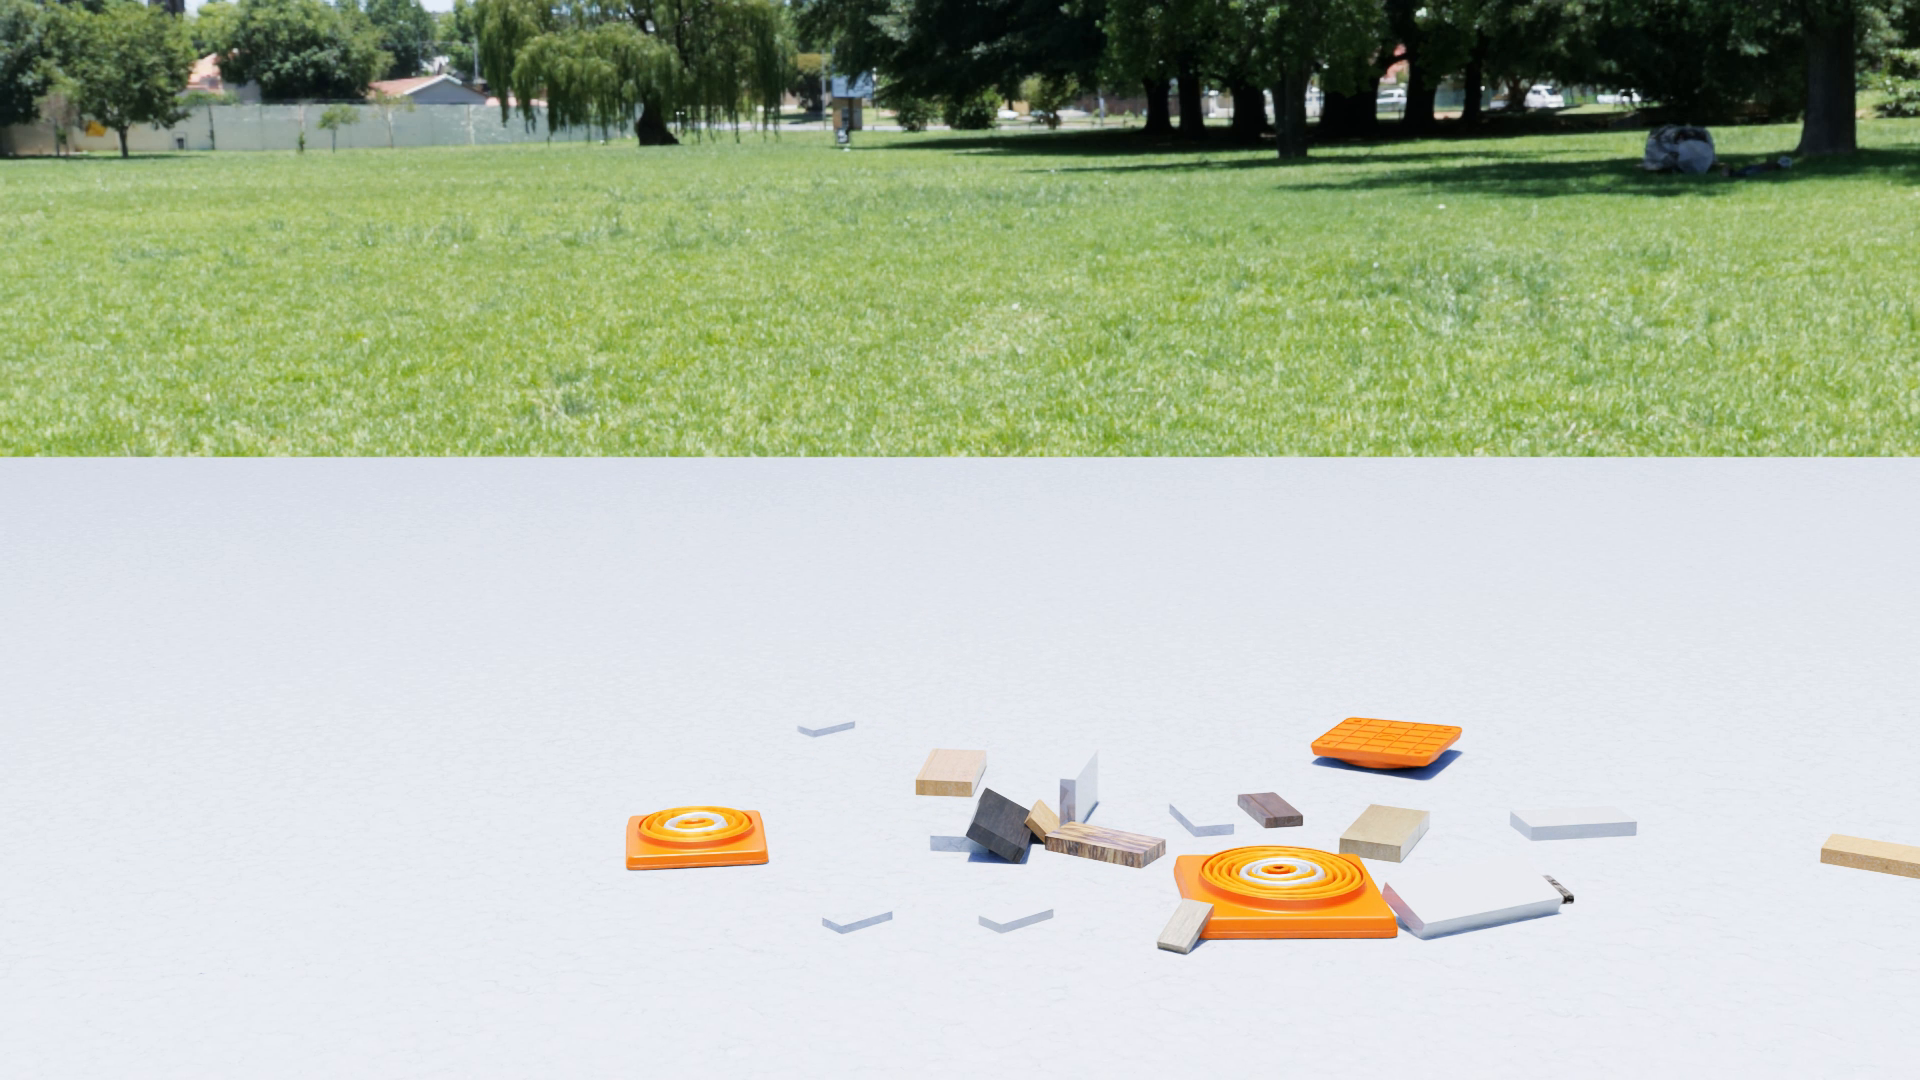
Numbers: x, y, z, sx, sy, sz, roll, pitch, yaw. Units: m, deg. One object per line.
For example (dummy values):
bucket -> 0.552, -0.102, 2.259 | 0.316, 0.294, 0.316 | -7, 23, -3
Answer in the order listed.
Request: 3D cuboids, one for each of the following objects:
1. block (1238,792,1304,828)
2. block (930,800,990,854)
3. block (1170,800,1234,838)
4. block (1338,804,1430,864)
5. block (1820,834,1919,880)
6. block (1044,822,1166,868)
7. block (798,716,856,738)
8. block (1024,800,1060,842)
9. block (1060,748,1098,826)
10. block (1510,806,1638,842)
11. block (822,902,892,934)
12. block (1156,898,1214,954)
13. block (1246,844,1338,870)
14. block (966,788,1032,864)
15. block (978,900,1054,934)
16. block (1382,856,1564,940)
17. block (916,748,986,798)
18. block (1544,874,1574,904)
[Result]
block -> 0.576, 0.502, 4.086 | 0.074, 0.021, 0.148 | -2, 11, -13
block -> 0.011, 0.518, 3.978 | 0.104, 0.030, 0.209 | 1, 11, 7
block -> 0.443, 0.511, 4.037 | 0.074, 0.021, 0.148 | -2, 11, -13
block -> 0.762, 0.524, 3.939 | 0.109, 0.031, 0.219 | 5, 12, 24
block -> 1.602, 0.550, 3.812 | 0.191, 0.027, 0.095 | 7, 12, 32
block -> 0.256, 0.537, 3.879 | 0.191, 0.027, 0.095 | 7, 12, 31
block -> -0.284, 0.396, 4.669 | 0.113, 0.016, 0.056 | -9, 14, -41
block -> 0.150, 0.508, 3.970 | 0.056, 0.016, 0.112 | 45, 15, 0
block -> 0.220, 0.463, 4.067 | 0.030, 0.104, 0.209 | 3, 11, 14
block -> 1.115, 0.515, 3.999 | 0.201, 0.027, 0.095 | -2, 11, -9
block -> -0.165, 0.608, 3.533 | 0.103, 0.015, 0.052 | -9, 14, -40
block -> 0.353, 0.604, 3.443 | 0.052, 0.015, 0.103 | 7, 36, 32
block -> 0.575, 0.552, 3.819 | 0.148, 0.021, 0.074 | 0, 11, 1
block -> 0.074, 0.507, 3.914 | 0.104, 0.030, 0.209 | 28, 13, 1
block -> 0.090, 0.606, 3.540 | 0.113, 0.016, 0.056 | -9, 14, -40
block -> 0.829, 0.577, 3.557 | 0.279, 0.031, 0.109 | -5, 32, -26
block -> -0.016, 0.455, 4.310 | 0.109, 0.031, 0.219 | 1, 11, 8
block -> 0.978, 0.583, 3.666 | 0.052, 0.015, 0.103 | -1, 11, -8
